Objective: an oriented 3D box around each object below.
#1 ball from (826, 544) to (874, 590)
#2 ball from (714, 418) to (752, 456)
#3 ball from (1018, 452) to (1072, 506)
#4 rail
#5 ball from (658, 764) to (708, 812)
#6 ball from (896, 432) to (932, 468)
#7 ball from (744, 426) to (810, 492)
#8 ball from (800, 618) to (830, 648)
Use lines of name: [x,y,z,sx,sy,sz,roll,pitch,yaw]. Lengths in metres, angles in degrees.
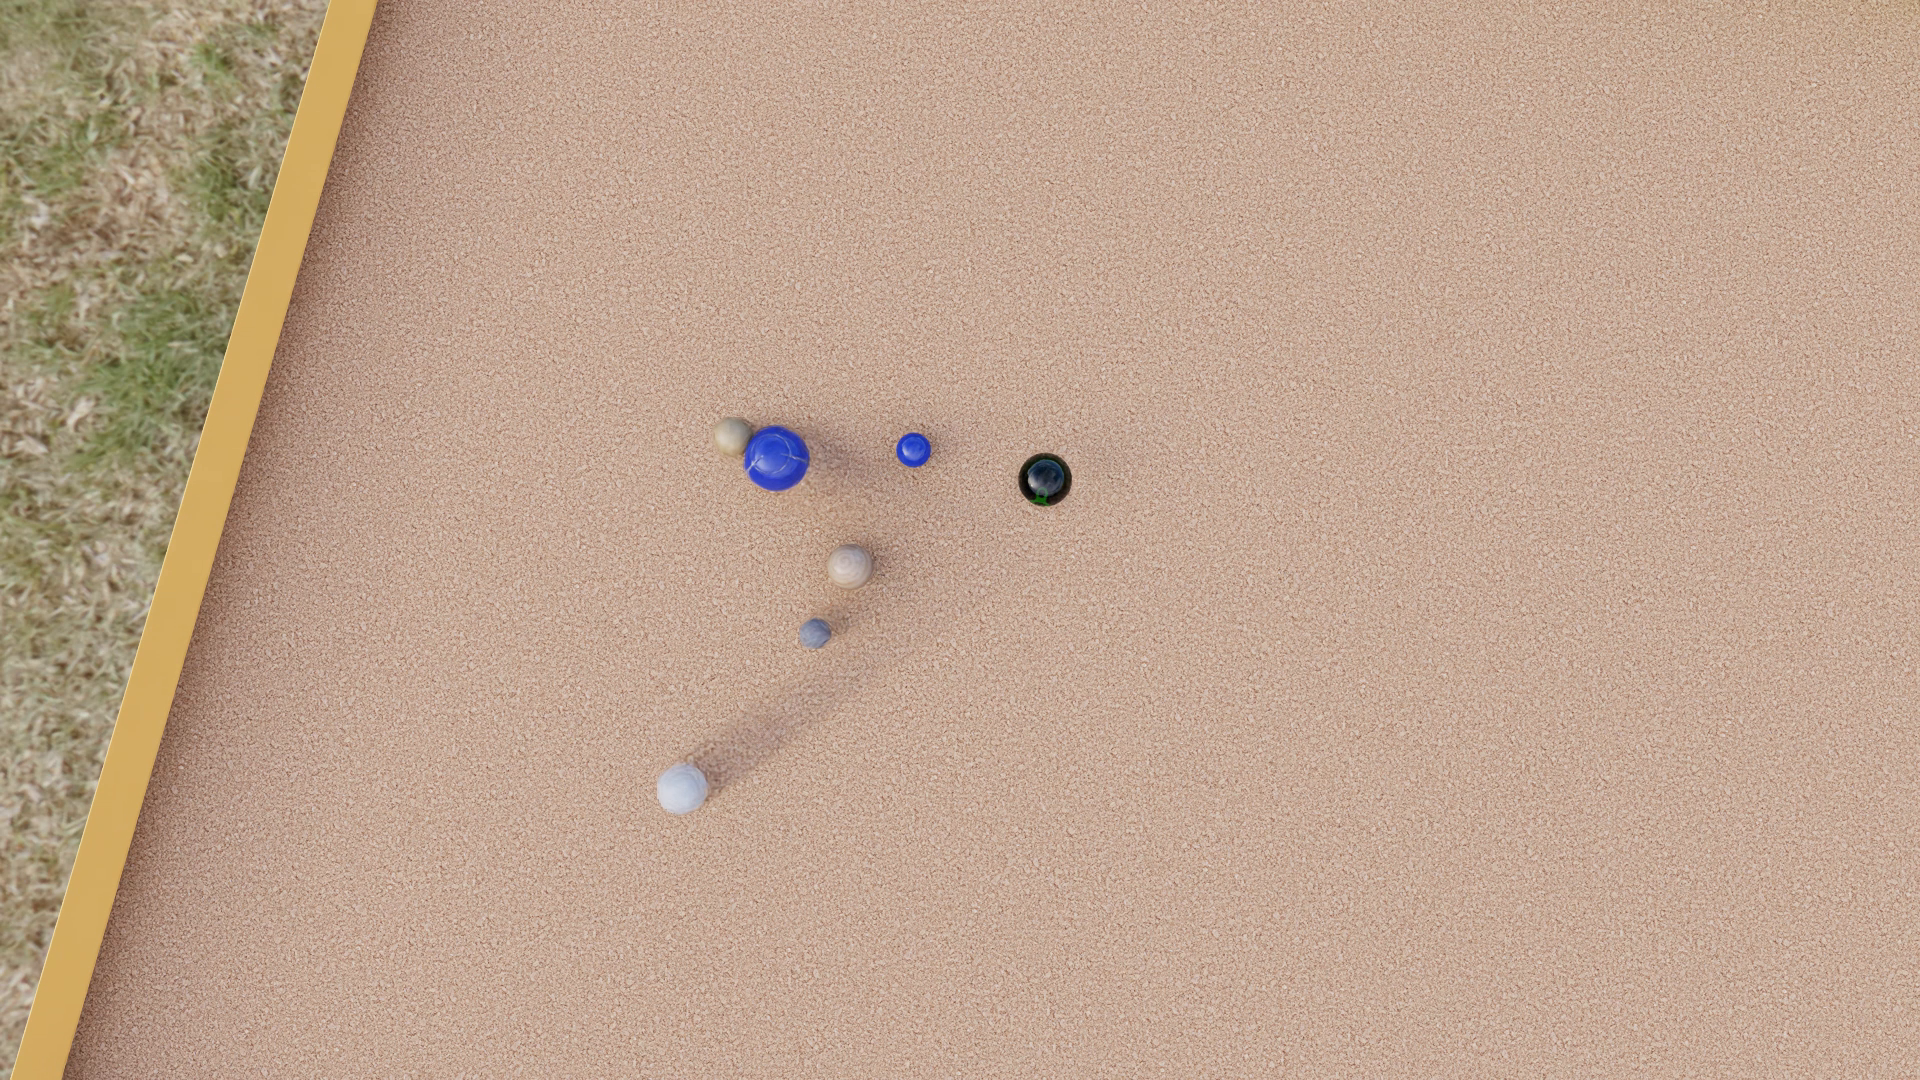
ball: [-0.163,0.040,3.263,0.069,0.069,0.069,0,82,0]
ball: [-0.340,-0.154,3.297,0.058,0.058,0.058,0,82,0]
ball: [0.127,-0.090,3.276,0.081,0.081,0.081,0,82,0]
rail: [-1.053,-0.256,3.277,0.045,0.126,2.459,13,82,2]
ball: [-0.405,0.363,3.215,0.071,0.071,0.071,0,82,0]
ball: [-0.069,-0.135,3.297,0.053,0.053,0.053,0,82,0]
ball: [-0.272,-0.120,3.273,0.097,0.097,0.097,0,82,0]
ball: [-0.214,0.138,3.261,0.045,0.045,0.045,0,82,0]
